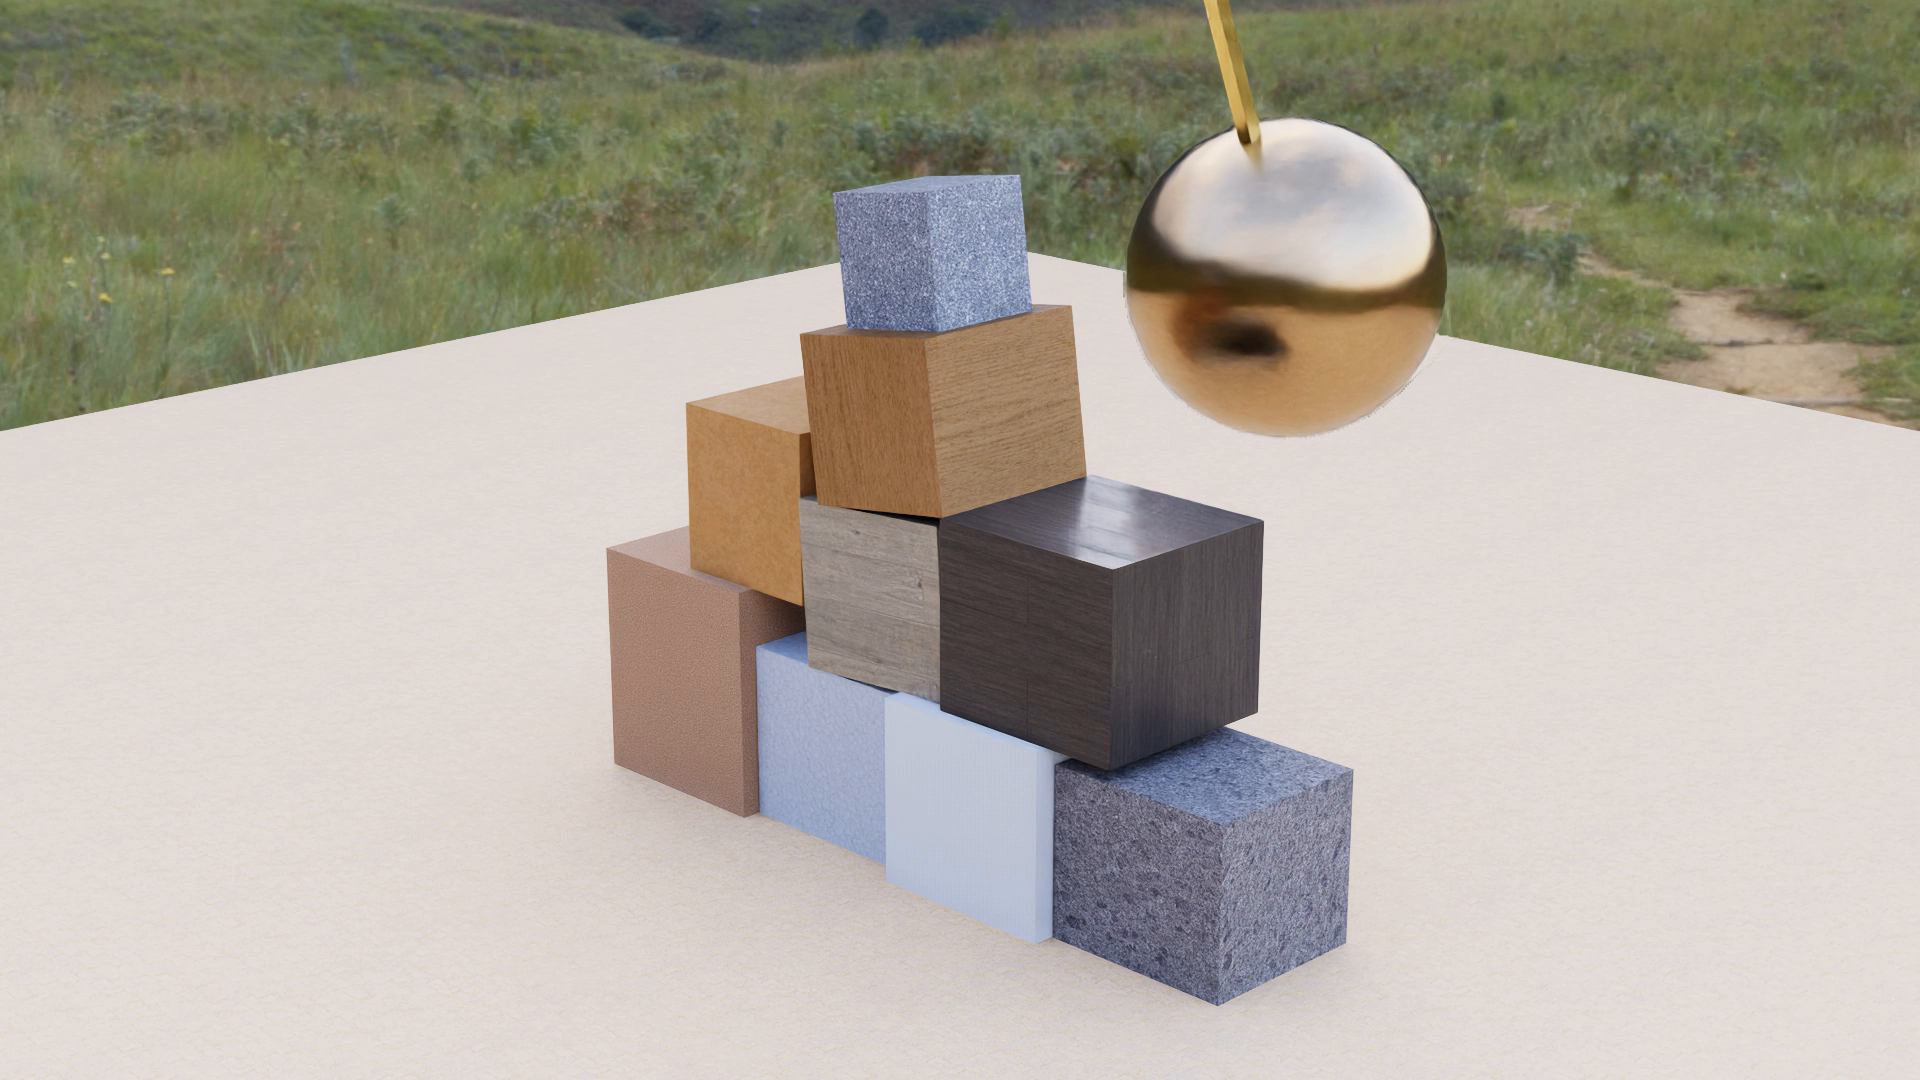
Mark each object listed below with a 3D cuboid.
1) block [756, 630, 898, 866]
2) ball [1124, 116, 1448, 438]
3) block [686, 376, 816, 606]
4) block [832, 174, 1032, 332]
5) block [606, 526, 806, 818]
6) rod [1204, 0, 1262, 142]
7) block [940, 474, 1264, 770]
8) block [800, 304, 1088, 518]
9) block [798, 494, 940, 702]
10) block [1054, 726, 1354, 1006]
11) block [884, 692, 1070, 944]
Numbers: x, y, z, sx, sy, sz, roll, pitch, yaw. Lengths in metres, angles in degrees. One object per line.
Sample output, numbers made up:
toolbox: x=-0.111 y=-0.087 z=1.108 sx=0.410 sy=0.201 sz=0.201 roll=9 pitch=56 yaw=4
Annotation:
block: x=-0.302 y=0.924 z=13.978 sx=0.879 sy=0.855 sz=1.002 roll=-17 pitch=24 yaw=-42
ball: x=1.623 y=-1.308 z=14.632 sx=1.600 sy=1.600 sz=1.600 roll=0 pitch=17 yaw=0
block: x=-0.720 y=-0.260 z=14.000 sx=0.833 sy=0.822 sz=0.801 roll=-17 pitch=24 yaw=-42
block: x=-0.120 y=-1.283 z=13.062 sx=0.587 sy=0.607 sz=0.593 roll=-17 pitch=16 yaw=-42
block: x=-1.035 y=0.581 z=14.596 sx=1.002 sy=1.140 sz=0.994 roll=-17 pitch=24 yaw=-42
rod: x=0.703 y=-4.029 z=12.813 sx=0.080 sy=5.200 sz=0.080 roll=17 pitch=46 yaw=42
block: x=0.613 y=0.334 z=12.813 sx=0.973 sy=0.888 sz=1.010 roll=-17 pitch=24 yaw=-42
block: x=-0.070 y=-0.607 z=13.216 sx=0.925 sy=0.783 sz=0.808 roll=-17 pitch=16 yaw=-42
block: x=-0.095 y=0.175 z=13.491 sx=0.871 sy=0.809 sz=0.902 roll=-17 pitch=20 yaw=-42
block: x=1.044 y=1.358 z=12.667 sx=0.863 sy=0.813 sz=0.940 roll=-17 pitch=24 yaw=-42
block: x=0.379 y=1.116 z=13.299 sx=1.088 sy=0.896 sz=0.937 roll=-17 pitch=24 yaw=-42
